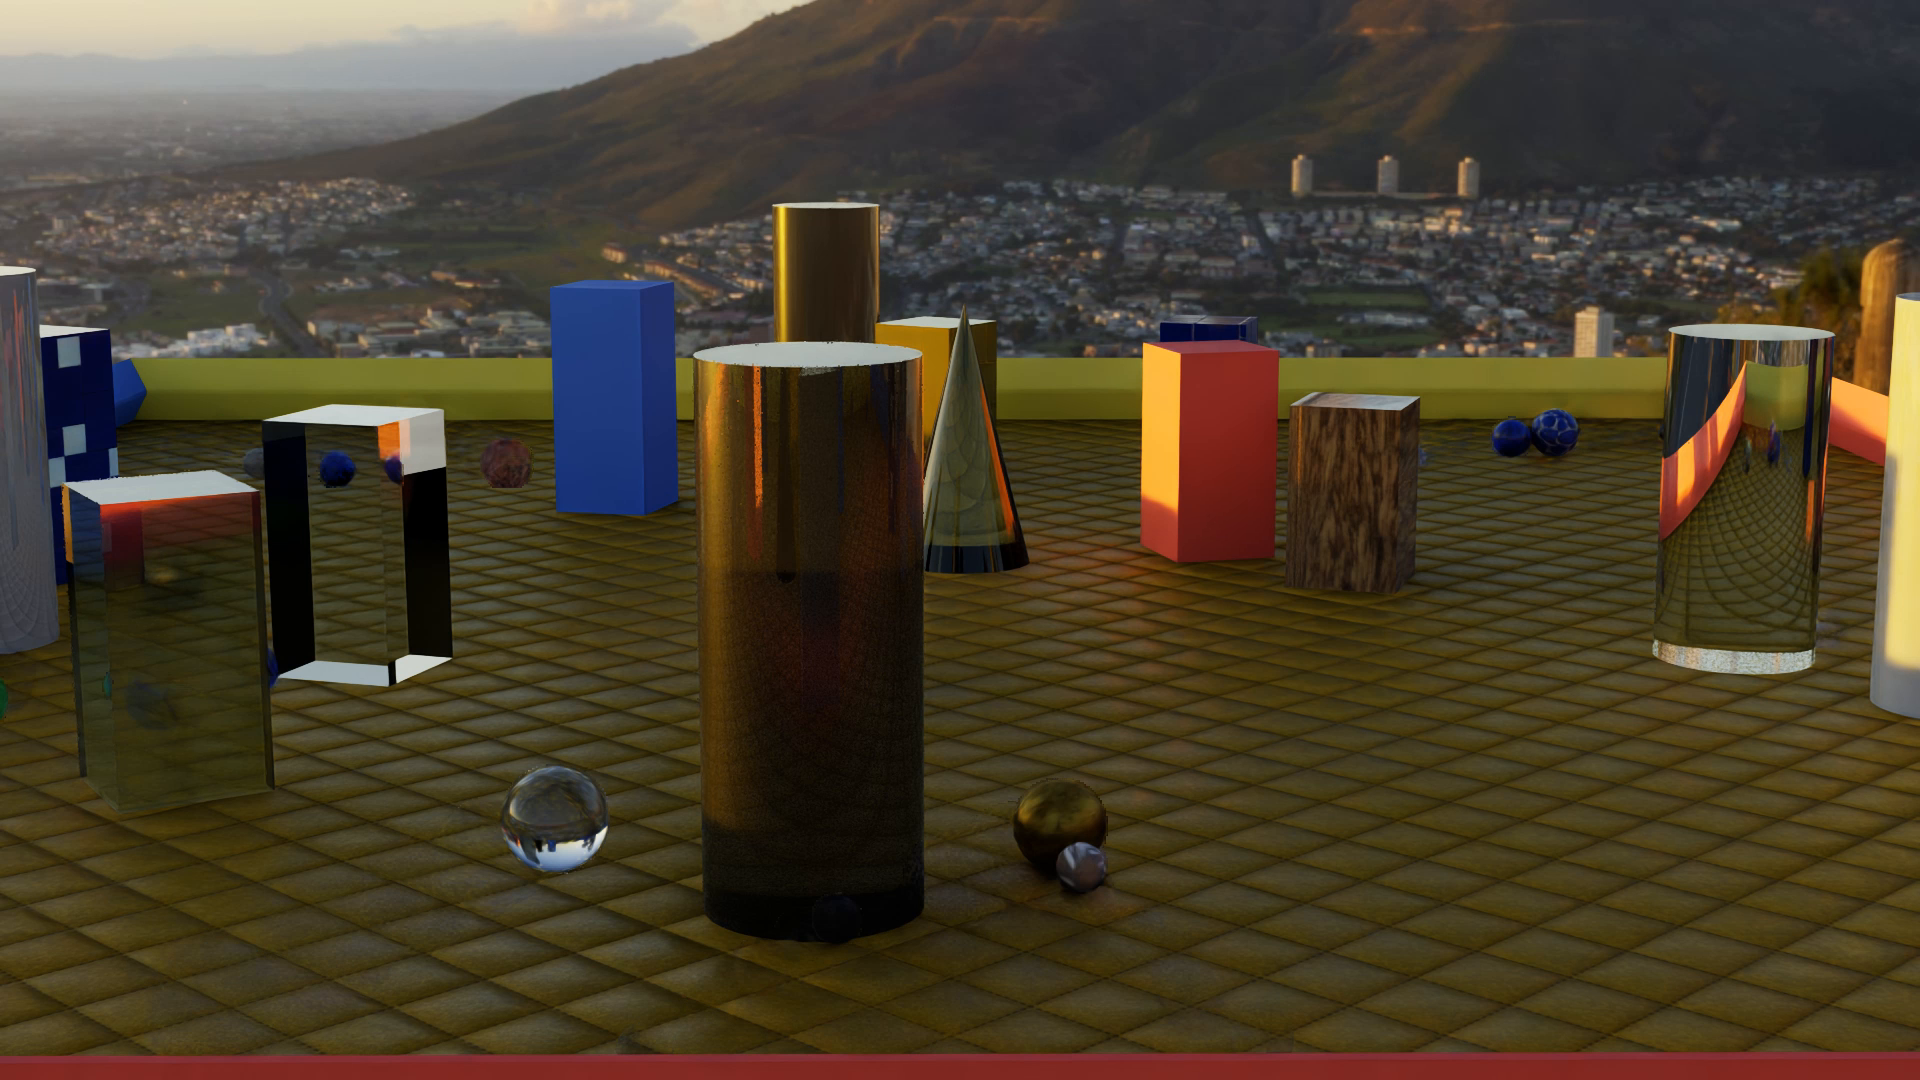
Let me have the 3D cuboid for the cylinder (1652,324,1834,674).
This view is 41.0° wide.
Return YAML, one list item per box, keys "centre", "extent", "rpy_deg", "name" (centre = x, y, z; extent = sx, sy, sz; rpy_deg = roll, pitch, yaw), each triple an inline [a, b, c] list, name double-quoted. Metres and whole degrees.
- centre: [0.962, -0.054, 3.158]
  extent: [0.194, 0.405, 0.194]
  rpy_deg: [0, 11, 0]
  name: "cylinder"

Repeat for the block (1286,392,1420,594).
- centre: [0.559, -0.070, 3.644]
  extent: [0.155, 0.257, 0.155]
  rpy_deg: [4, 11, 19]
  name: "block"

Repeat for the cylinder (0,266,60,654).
- centre: [-1.253, -0.102, 3.238]
  extent: [0.194, 0.470, 0.194]
  rpy_deg: [0, 11, 0]
  name: "cylinder"

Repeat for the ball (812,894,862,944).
- centre: [-0.103, 0.316, 2.135]
  extent: [0.042, 0.042, 0.042]
  rpy_deg: [0, 11, 0]
  name: "ball"

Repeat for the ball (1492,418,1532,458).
- centre: [1.033, -0.191, 4.805]
  extent: [0.072, 0.072, 0.072]
  rpy_deg: [0, 11, 0]
  name: "ball"

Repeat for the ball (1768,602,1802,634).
- centre: [1.051, 0.100, 3.269]
  extent: [0.041, 0.041, 0.041]
  rpy_deg: [0, 11, 0]
  name: "ball"

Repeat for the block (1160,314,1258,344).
- centre: [0.454, -0.268, 4.686]
  extent: [0.155, 0.268, 0.155]
  rpy_deg: [3, 11, 14]
  name: "block"

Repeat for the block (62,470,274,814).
- centre: [-0.802, 0.098, 2.599]
  extent: [0.155, 0.309, 0.155]
  rpy_deg: [-7, 12, -32]
  name: "block"

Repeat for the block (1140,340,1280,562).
- centre: [0.374, -0.136, 3.859]
  extent: [0.155, 0.310, 0.155]
  rpy_deg: [-3, 11, -16]
  name: "block"

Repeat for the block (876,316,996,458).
- centre: [-0.042, -0.249, 4.562]
  extent: [0.155, 0.276, 0.155]
  rpy_deg: [7, 12, 32]
  name: "block"

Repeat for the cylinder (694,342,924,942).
- centre: [-0.128, 0.081, 2.208]
  extent: [0.194, 0.485, 0.194]
  rpy_deg: [0, 11, 0]
  name: "cylinder"

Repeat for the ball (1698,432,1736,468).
- centre: [1.381, -0.163, 4.680]
  extent: [0.064, 0.064, 0.064]
  rpy_deg: [0, 11, 0]
  name: "ball"

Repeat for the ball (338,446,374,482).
- centre: [-1.066, -0.134, 4.527]
  extent: [0.061, 0.061, 0.061]
  rpy_deg: [0, 11, 0]
  name: "ball"

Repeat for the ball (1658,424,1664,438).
- centre: [1.382, -0.211, 4.996]
  extent: [0.042, 0.042, 0.042]
  rpy_deg: [0, 11, 0]
  name: "ball"

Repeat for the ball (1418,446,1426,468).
- centre: [0.825, -0.150, 4.660]
  extent: [0.044, 0.044, 0.044]
  rpy_deg: [0, 11, 0]
  name: "ball"

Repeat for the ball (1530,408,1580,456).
- centre: [1.116, -0.202, 4.816]
  extent: [0.090, 0.090, 0.090]
  rpy_deg: [0, 11, 0]
  name: "ball"

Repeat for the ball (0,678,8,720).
- centre: [-1.086, 0.174, 2.803]
  extent: [0.086, 0.086, 0.086]
  rpy_deg: [0, 11, 0]
  name: "ball"

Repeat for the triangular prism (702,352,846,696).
- centre: [-0.198, -0.023, 3.047]
  extent: [0.168, 0.384, 0.146]
  rpy_deg: [2, 11, 13]
  name: "triangular prism"

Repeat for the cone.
- centre: [0.006, -0.158, 3.773]
  extent: [0.194, 0.384, 0.194]
  rpy_deg: [0, 11, 0]
  name: "cone"

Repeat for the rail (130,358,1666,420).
- centre: [-0.011, -0.310, 5.291]
  extent: [3.406, 0.126, 0.045]
  rpy_deg: [0, 11, 0]
  name: "rail"

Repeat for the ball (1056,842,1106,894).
- centre: [0.107, 0.291, 2.280]
  extent: [0.046, 0.046, 0.046]
  rpy_deg: [0, 11, 0]
  name: "ball"

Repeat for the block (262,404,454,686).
- centre: [-0.727, 0.003, 3.107]
  extent: [0.155, 0.311, 0.155]
  rpy_deg: [3, 11, 17]
  name: "block"

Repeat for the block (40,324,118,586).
- centre: [-1.323, -0.123, 3.677]
  extent: [0.155, 0.351, 0.155]
  rpy_deg: [5, 12, 27]
  name: "block"

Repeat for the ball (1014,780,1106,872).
- centre: [0.091, 0.261, 2.340]
  extent: [0.084, 0.084, 0.084]
  rpy_deg: [0, 11, 0]
  name: "ball"

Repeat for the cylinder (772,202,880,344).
- centre: [-0.241, -0.370, 4.667]
  extent: [0.194, 0.475, 0.194]
  rpy_deg: [0, 11, 0]
  name: "cylinder"

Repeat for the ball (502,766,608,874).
- centre: [-0.369, 0.255, 2.337]
  extent: [0.097, 0.097, 0.097]
  rpy_deg: [0, 11, 0]
  name: "ball"

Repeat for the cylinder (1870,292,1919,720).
- centre: [1.150, -0.040, 2.912]
  extent: [0.194, 0.467, 0.194]
  rpy_deg: [0, 11, 0]
  name: "cylinder"

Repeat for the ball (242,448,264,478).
- centre: [-1.247, -0.136, 4.560]
  extent: [0.054, 0.054, 0.054]
  rpy_deg: [0, 11, 0]
  name: "ball"

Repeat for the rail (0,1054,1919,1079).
- centre: [0.011, 0.374, 1.607]
  extent: [3.406, 0.126, 0.045]
  rpy_deg: [0, 11, 0]
  name: "rail"

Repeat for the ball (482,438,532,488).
- centre: [-0.786, -0.133, 4.452]
  extent: [0.088, 0.088, 0.088]
  rpy_deg: [0, 11, 0]
  name: "ball"

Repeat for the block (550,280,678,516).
- centre: [-0.570, -0.238, 4.247]
  extent: [0.155, 0.369, 0.155]
  rpy_deg: [3, 11, 14]
  name: "block"

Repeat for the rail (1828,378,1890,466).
- centre: [1.679, 0.031, 3.459]
  extent: [0.045, 0.126, 3.795]
  rpy_deg: [0, 11, 0]
  name: "rail"

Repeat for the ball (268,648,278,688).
- centre: [-0.826, 0.150, 2.977]
  extent: [0.069, 0.069, 0.069]
  rpy_deg: [0, 11, 0]
  name: "ball"

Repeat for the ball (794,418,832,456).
- centre: [-0.277, -0.194, 4.830]
  extent: [0.069, 0.069, 0.069]
  rpy_deg: [0, 11, 0]
  name: "ball"

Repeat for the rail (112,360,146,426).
- centre: [-1.679, 0.034, 3.440]
  extent: [0.045, 0.126, 3.795]
  rpy_deg: [0, 11, 0]
  name: "rail"
